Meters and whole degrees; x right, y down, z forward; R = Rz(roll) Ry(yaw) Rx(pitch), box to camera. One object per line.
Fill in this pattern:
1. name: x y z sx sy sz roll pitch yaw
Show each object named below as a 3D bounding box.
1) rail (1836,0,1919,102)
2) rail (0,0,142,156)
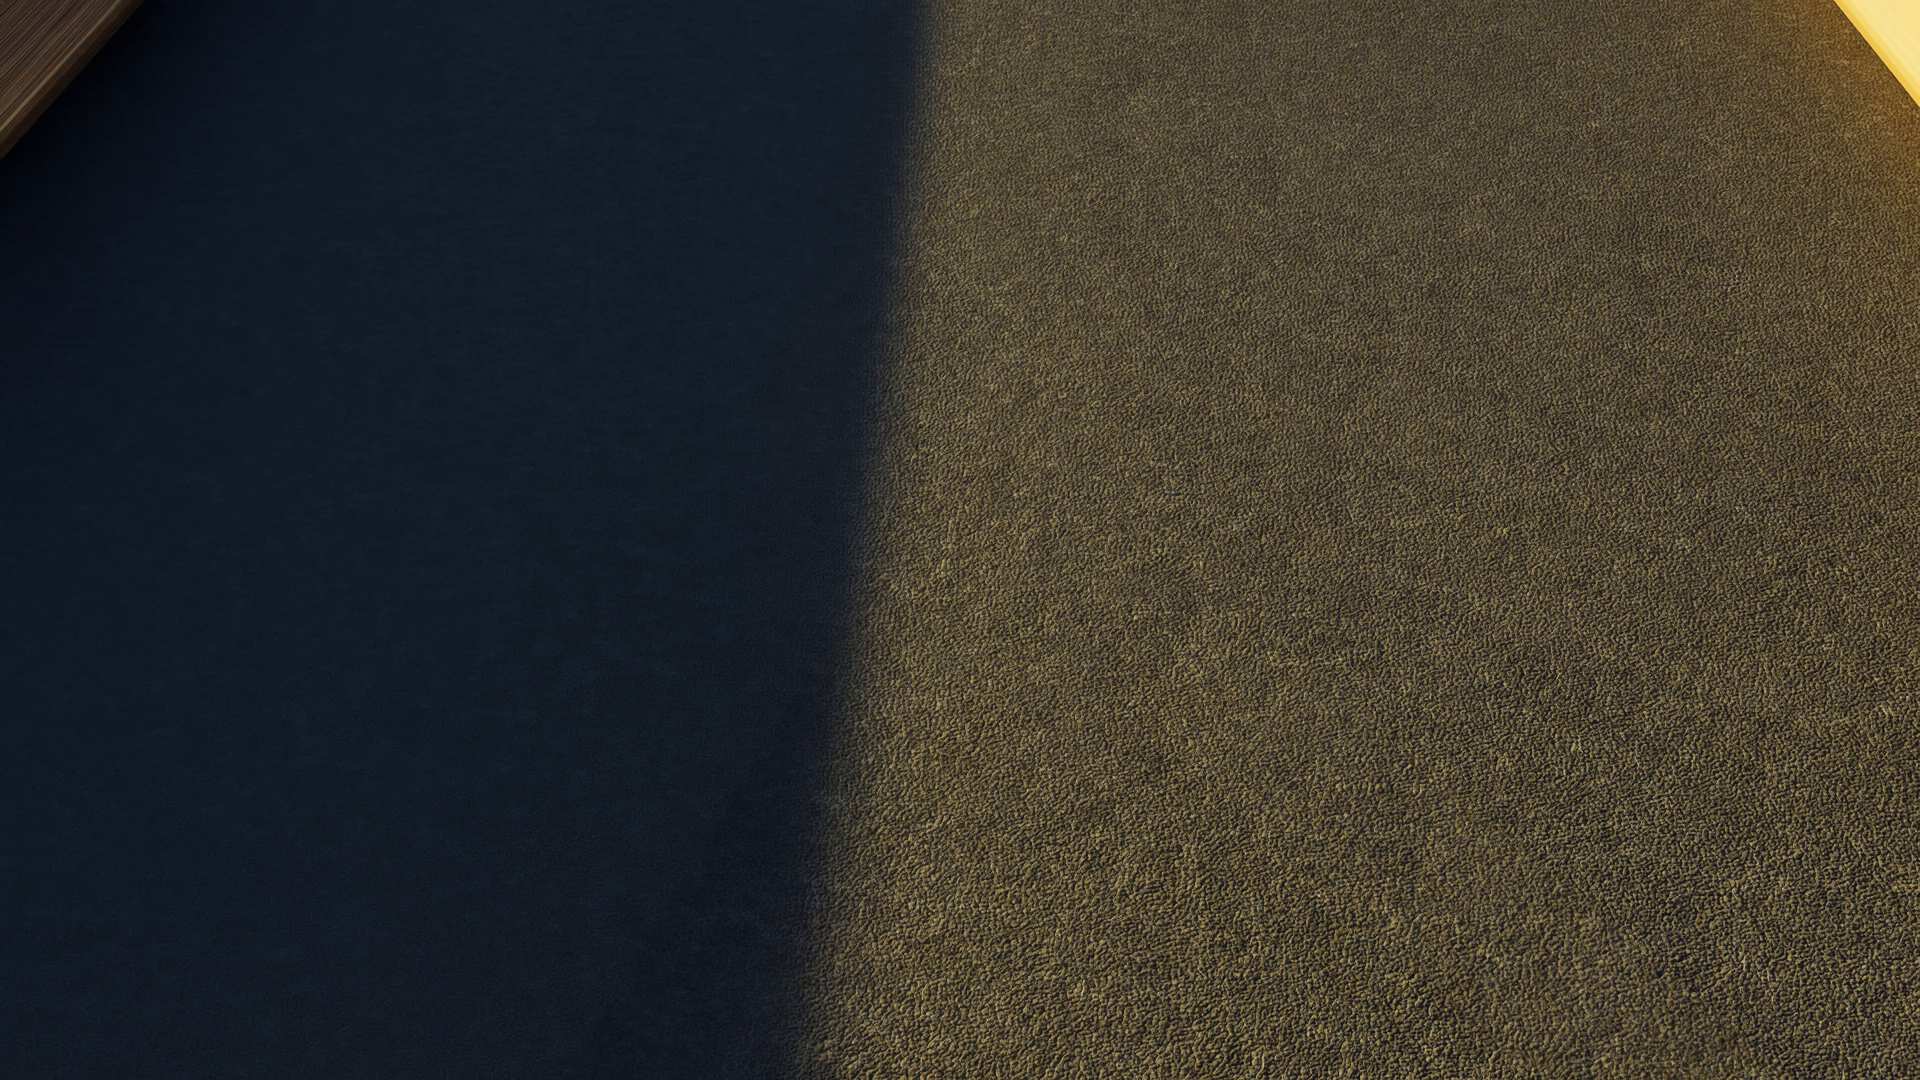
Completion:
1. rail: 0.830 -0.378 2.474 0.045 0.117 3.193 1 28 1
2. rail: -0.792 -0.396 2.508 0.045 0.117 3.193 1 28 1
